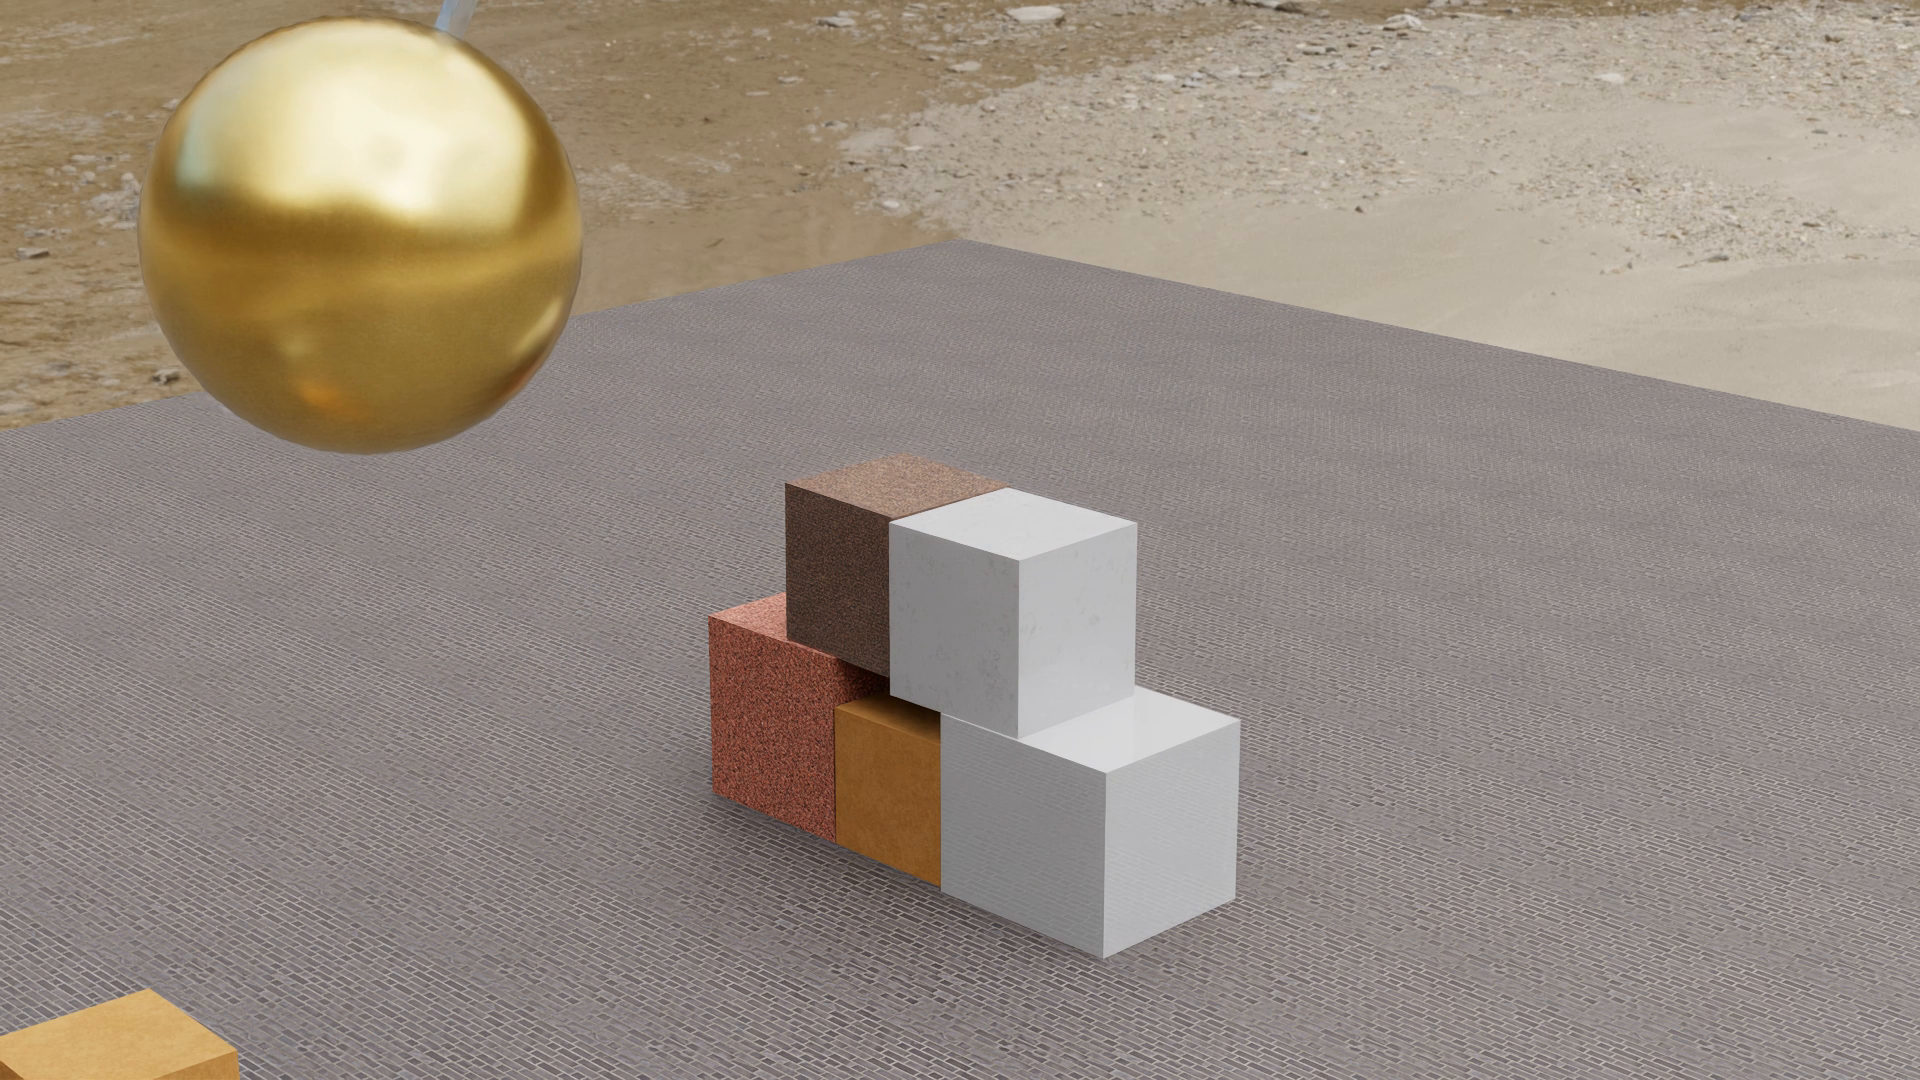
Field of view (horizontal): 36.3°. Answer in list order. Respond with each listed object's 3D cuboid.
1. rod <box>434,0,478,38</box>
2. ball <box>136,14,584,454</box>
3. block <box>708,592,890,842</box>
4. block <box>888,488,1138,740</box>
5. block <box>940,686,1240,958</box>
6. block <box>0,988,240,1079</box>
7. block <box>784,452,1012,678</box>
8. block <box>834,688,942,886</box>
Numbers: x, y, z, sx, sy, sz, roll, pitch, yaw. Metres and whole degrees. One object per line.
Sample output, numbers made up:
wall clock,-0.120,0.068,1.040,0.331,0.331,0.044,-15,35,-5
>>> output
rod,-0.944,-4.265,11.012,0.080,5.200,0.080,17,-7,42
ball,-2.177,-1.111,10.710,1.600,1.600,1.600,0,17,0
block,-0.607,0.806,14.247,0.832,0.920,0.883,-17,24,-42
block,0.236,0.312,13.126,0.794,0.816,0.766,16,24,42
block,0.576,1.193,13.114,0.882,0.860,0.993,-17,24,-42
block,-3.028,2.115,10.517,0.659,0.659,0.661,-15,23,-40
block,-0.288,0.105,13.667,0.751,0.767,0.734,-16,24,-42
block,-0.048,1.096,13.717,0.785,0.684,0.725,-17,24,-42
